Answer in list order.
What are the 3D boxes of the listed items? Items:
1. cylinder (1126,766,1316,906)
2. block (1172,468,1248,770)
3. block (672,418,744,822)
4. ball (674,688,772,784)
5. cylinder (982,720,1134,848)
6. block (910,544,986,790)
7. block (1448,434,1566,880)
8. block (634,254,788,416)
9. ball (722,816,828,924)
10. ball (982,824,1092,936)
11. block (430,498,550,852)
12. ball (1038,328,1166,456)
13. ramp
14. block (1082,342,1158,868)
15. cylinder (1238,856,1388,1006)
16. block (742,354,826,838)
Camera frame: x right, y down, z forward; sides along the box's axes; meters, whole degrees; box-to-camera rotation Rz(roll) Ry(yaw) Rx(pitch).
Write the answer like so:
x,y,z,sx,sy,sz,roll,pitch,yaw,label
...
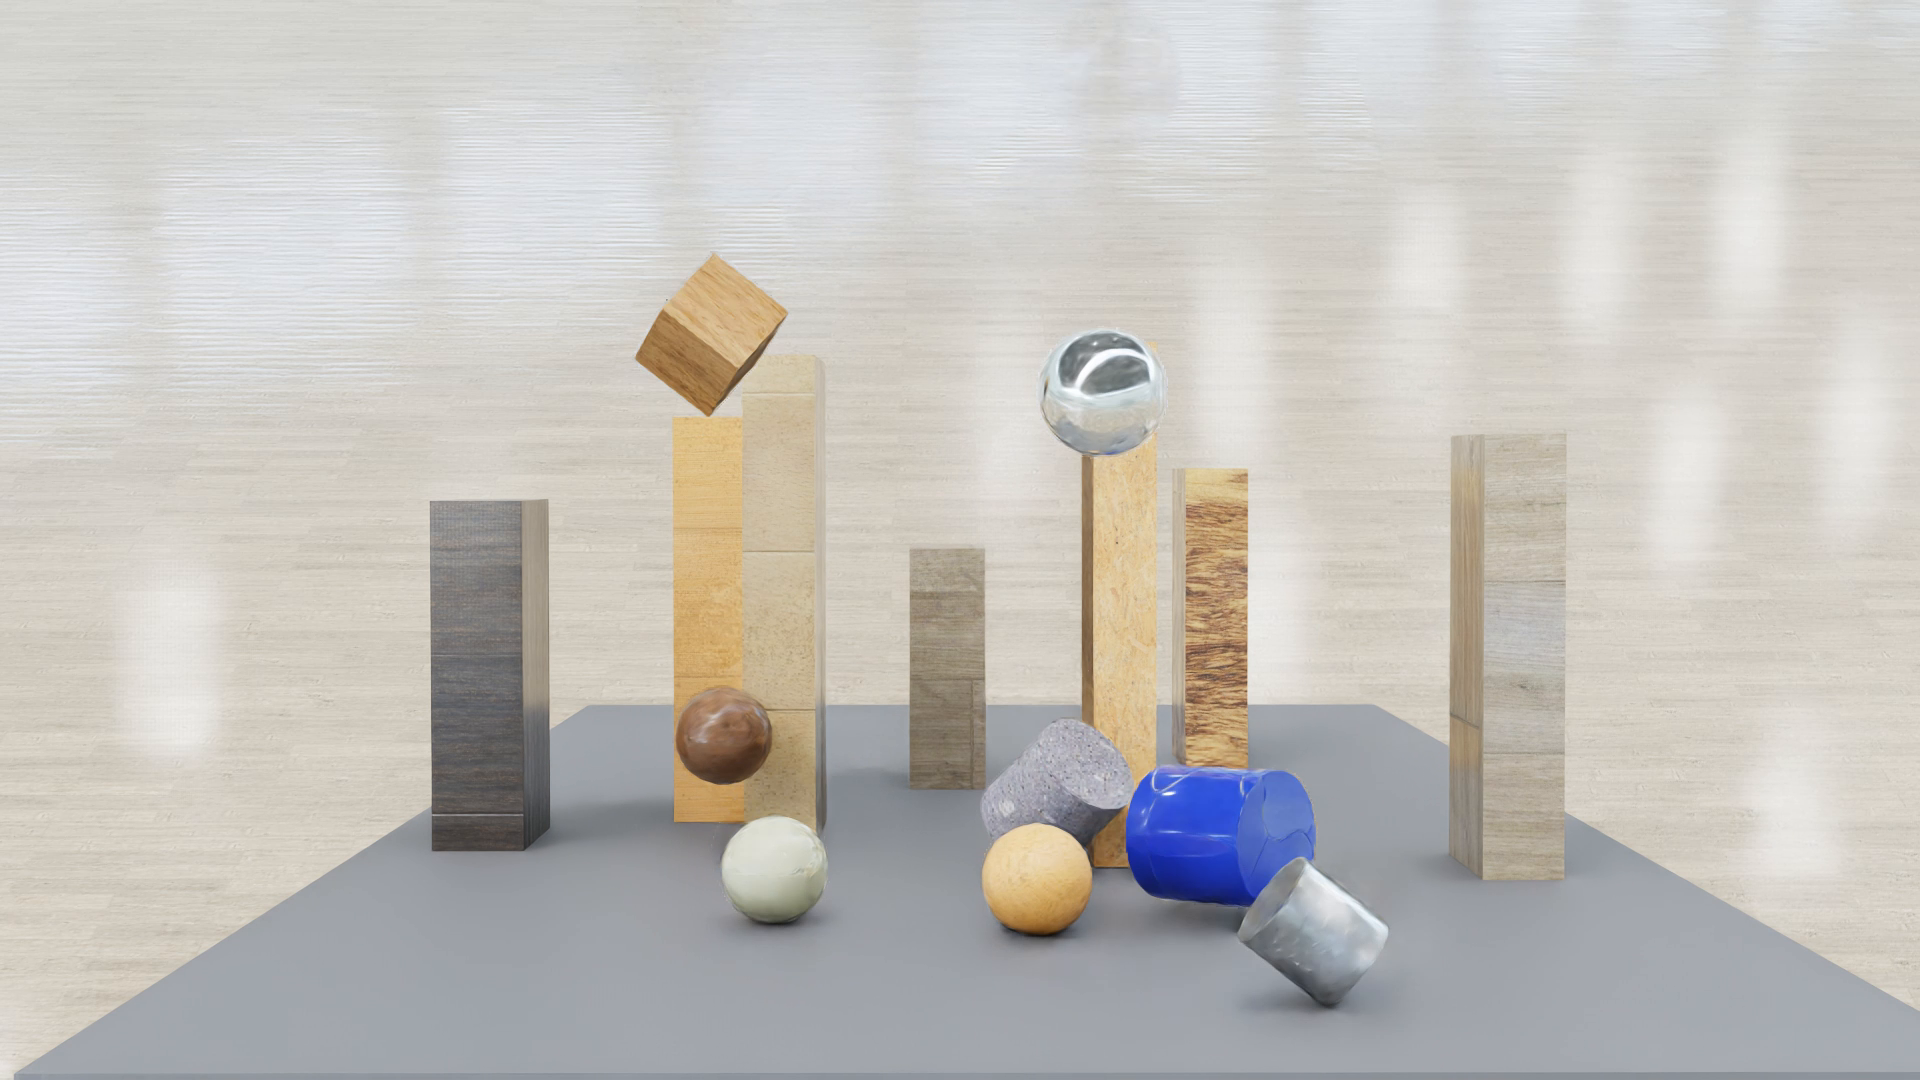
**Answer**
x,y,z,sx,sy,sz,roll,pitch,yaw,label
0.346,0.392,3.421,0.180,0.180,0.180,-2,19,42,cylinder
0.510,0.154,5.281,0.124,0.601,0.317,0,2,0,block
-0.419,0.131,4.529,0.134,0.688,0.315,0,2,0,block
-0.366,0.303,3.988,0.150,0.150,0.150,0,25,0,ball
0.144,0.379,3.821,0.163,0.163,0.163,26,36,-21,cylinder
-0.024,0.238,4.952,0.141,0.451,0.259,0,2,0,block
0.822,0.167,3.882,0.119,0.650,0.259,0,2,0,block
-0.281,-0.231,2.916,0.107,0.107,0.107,38,53,-2,block
-0.245,0.435,3.407,0.142,0.142,0.142,0,25,0,ball
0.099,0.437,3.318,0.143,0.143,0.143,0,25,0,ball
-0.758,0.210,4.175,0.144,0.550,0.266,0,2,0,block
0.148,-0.154,2.694,0.135,0.135,0.135,0,25,0,ball
0.058,0.524,4.562,2.000,0.100,4.000,0,2,0,ramp
0.248,0.093,4.054,0.095,0.790,0.361,0,2,0,block
0.393,0.435,2.873,0.118,0.118,0.118,38,29,-4,cylinder
-0.285,0.094,4.225,0.114,0.779,0.339,0,2,0,block
